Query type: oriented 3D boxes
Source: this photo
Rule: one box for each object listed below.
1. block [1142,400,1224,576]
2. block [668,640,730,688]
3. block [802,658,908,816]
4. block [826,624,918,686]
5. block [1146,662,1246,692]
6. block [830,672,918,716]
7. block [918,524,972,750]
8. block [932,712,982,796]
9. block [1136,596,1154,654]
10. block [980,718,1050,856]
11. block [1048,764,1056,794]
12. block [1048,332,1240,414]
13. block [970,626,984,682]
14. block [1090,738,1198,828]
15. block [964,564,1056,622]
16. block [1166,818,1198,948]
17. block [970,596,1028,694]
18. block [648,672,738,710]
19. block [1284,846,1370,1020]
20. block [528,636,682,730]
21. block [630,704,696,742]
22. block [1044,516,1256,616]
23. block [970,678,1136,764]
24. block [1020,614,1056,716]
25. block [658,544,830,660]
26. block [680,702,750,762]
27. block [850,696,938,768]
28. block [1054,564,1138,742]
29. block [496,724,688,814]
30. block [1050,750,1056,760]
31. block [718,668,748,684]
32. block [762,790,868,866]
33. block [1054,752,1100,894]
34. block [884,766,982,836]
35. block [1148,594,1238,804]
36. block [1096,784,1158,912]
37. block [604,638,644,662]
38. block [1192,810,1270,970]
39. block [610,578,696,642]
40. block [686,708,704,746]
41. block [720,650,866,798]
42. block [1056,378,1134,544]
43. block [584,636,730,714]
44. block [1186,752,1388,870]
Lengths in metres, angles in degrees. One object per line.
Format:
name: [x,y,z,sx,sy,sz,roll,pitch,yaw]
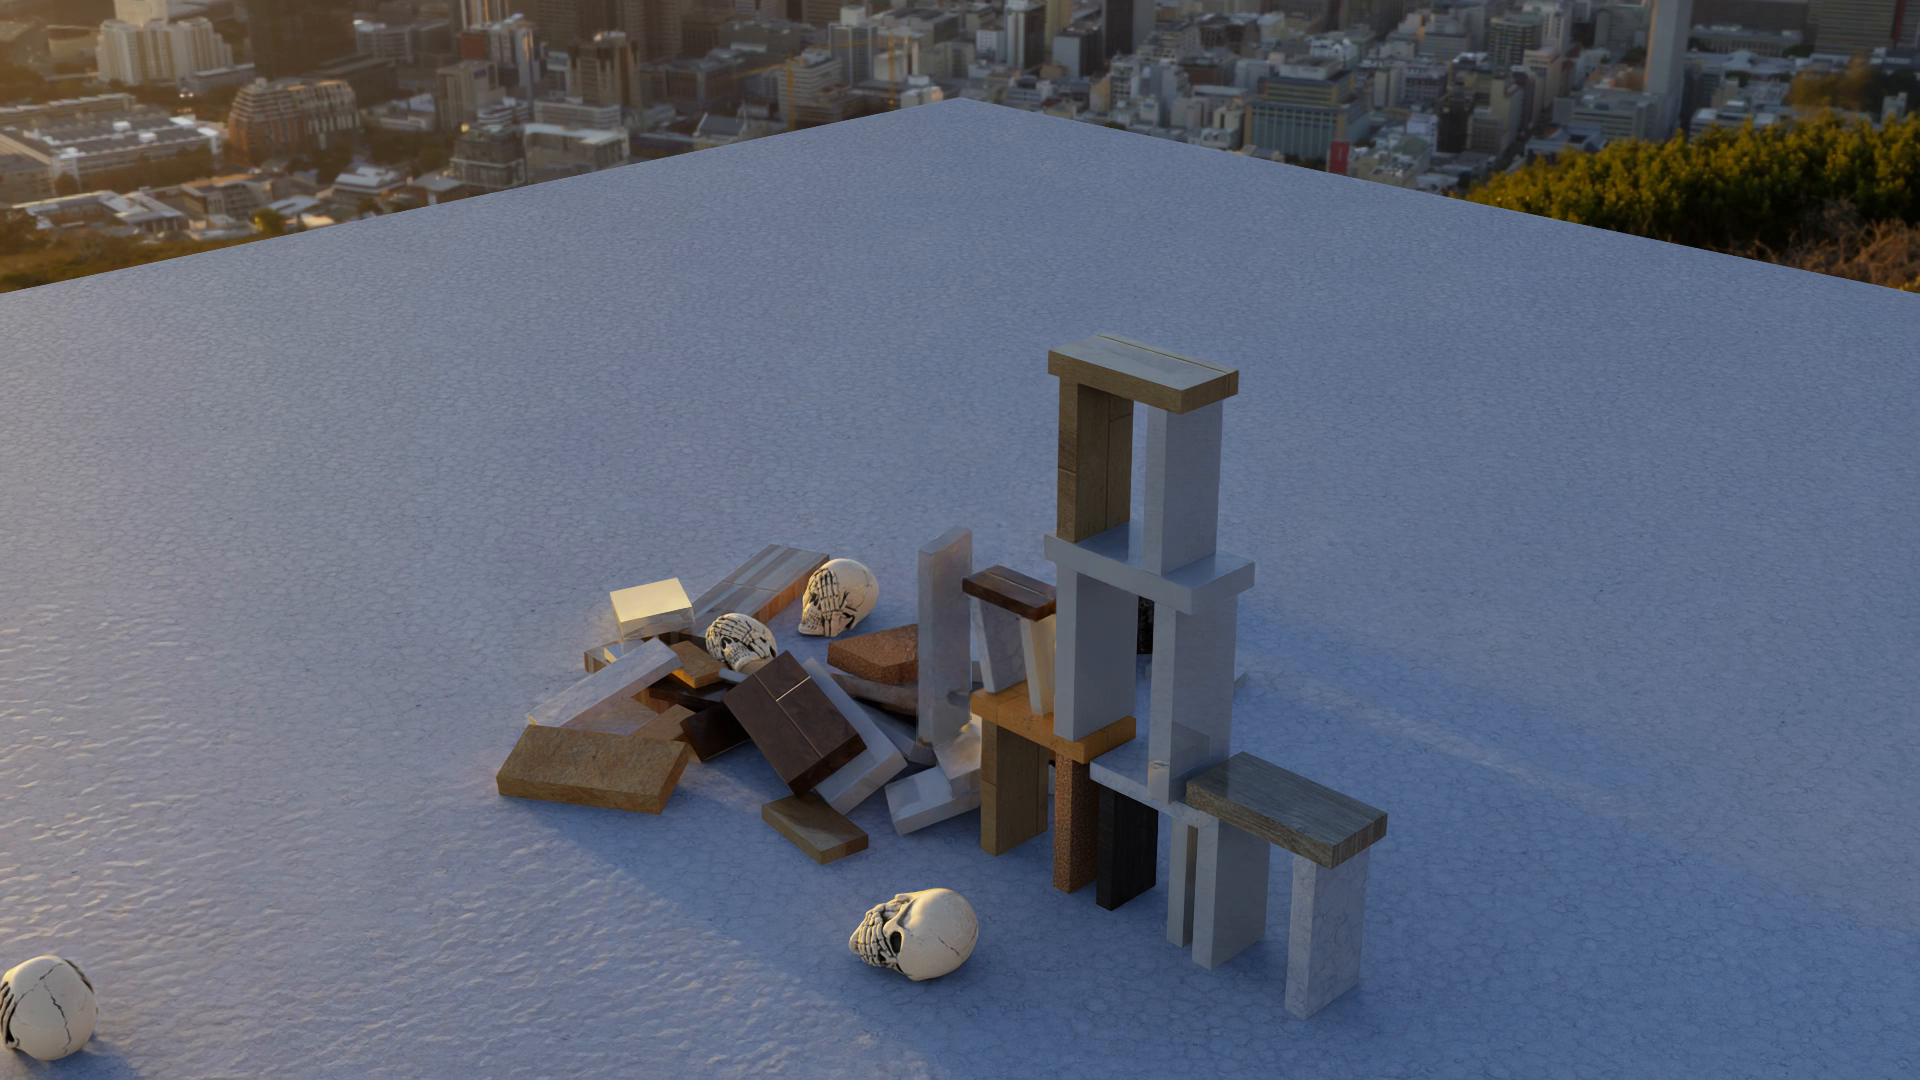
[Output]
block: [0.381,-0.103,3.765,0.150,0.300,0.042,-21,31,-41]
block: [-0.598,0.276,4.893,0.089,0.025,0.177,-16,28,-34]
block: [-0.280,0.406,4.590,0.175,0.050,0.403,-37,39,-9]
block: [-0.112,0.256,5.024,0.177,0.050,0.354,21,22,41]
block: [0.536,0.306,5.002,0.204,0.029,0.102,14,27,29]
block: [-0.130,0.349,4.788,0.286,0.041,0.143,10,-11,22]
block: [-0.030,0.195,4.362,0.037,0.439,0.130,18,32,31]
block: [0.015,0.421,4.440,0.130,0.037,0.259,-21,23,-5]
block: [0.338,0.192,5.077,0.354,0.177,0.050,-2,49,-4]
block: [0.108,0.460,4.303,0.146,0.292,0.041,-20,31,-39]
block: [0.078,0.451,4.576,0.143,0.041,0.286,7,15,-43]
block: [0.312,-0.288,3.763,0.150,0.042,0.300,-21,31,-40]
block: [0.135,0.268,4.965,0.354,0.050,0.177,7,23,-14]
block: [0.376,0.441,4.010,0.130,0.037,0.259,-21,31,-41]
block: [0.107,0.099,4.149,0.191,0.027,0.095,21,31,41]
block: [0.438,0.601,4.012,0.037,0.259,0.130,21,31,41]
block: [0.076,0.187,4.221,0.095,0.191,0.027,-21,18,-40]
block: [-0.582,0.332,4.825,0.177,0.025,0.089,10,25,22]
block: [0.637,0.658,3.810,0.044,0.313,0.157,21,31,41]
block: [-0.778,0.328,4.819,0.331,0.031,0.110,-32,35,-21]
block: [-0.642,0.422,4.687,0.096,0.027,0.193,20,40,39]
block: [0.332,0.035,3.886,0.171,0.049,0.343,-21,31,-41]
block: [0.176,0.333,4.176,0.292,0.041,0.146,21,31,41]
block: [0.166,0.224,4.135,0.095,0.191,0.027,-21,20,-41]
block: [-0.518,0.144,5.362,0.167,0.047,0.553,10,25,22]
block: [-0.499,0.396,4.713,0.193,0.096,0.027,-23,-10,-43]
block: [-0.142,0.407,4.660,0.143,0.041,0.286,22,3,-44]
block: [0.251,0.183,4.037,0.171,0.343,0.049,-21,31,-40]
block: [-0.758,0.472,4.544,0.350,0.050,0.175,5,34,12]
block: [0.140,0.417,4.686,0.102,0.029,0.204,15,8,-41]
block: [-0.461,0.316,4.828,0.073,0.021,0.147,14,-11,29]
block: [-0.290,0.570,4.377,0.110,0.031,0.221,-16,28,-33]
block: [0.244,0.513,4.178,0.041,0.292,0.146,21,31,41]
block: [-0.017,0.498,4.413,0.259,0.037,0.130,-20,30,1]
block: [0.412,0.264,3.895,0.171,0.380,0.049,-21,31,-41]
block: [0.315,0.554,4.124,0.037,0.259,0.130,21,31,41]
block: [-0.725,0.276,4.958,0.089,0.025,0.177,-13,26,-29]
block: [0.489,0.600,3.946,0.044,0.313,0.157,21,31,41]
block: [-0.730,0.163,5.205,0.166,0.047,0.333,-12,13,-11]
block: [-0.526,0.393,4.799,0.193,0.027,0.096,-15,27,-32]
block: [-0.350,0.379,4.579,0.175,0.050,0.350,-35,39,-10]
block: [0.240,-0.158,3.894,0.150,0.300,0.042,-21,31,-41]
block: [-0.688,0.304,4.984,0.167,0.047,0.333,-20,30,-38]
block: [0.563,0.464,3.808,0.313,0.044,0.157,21,31,41]
